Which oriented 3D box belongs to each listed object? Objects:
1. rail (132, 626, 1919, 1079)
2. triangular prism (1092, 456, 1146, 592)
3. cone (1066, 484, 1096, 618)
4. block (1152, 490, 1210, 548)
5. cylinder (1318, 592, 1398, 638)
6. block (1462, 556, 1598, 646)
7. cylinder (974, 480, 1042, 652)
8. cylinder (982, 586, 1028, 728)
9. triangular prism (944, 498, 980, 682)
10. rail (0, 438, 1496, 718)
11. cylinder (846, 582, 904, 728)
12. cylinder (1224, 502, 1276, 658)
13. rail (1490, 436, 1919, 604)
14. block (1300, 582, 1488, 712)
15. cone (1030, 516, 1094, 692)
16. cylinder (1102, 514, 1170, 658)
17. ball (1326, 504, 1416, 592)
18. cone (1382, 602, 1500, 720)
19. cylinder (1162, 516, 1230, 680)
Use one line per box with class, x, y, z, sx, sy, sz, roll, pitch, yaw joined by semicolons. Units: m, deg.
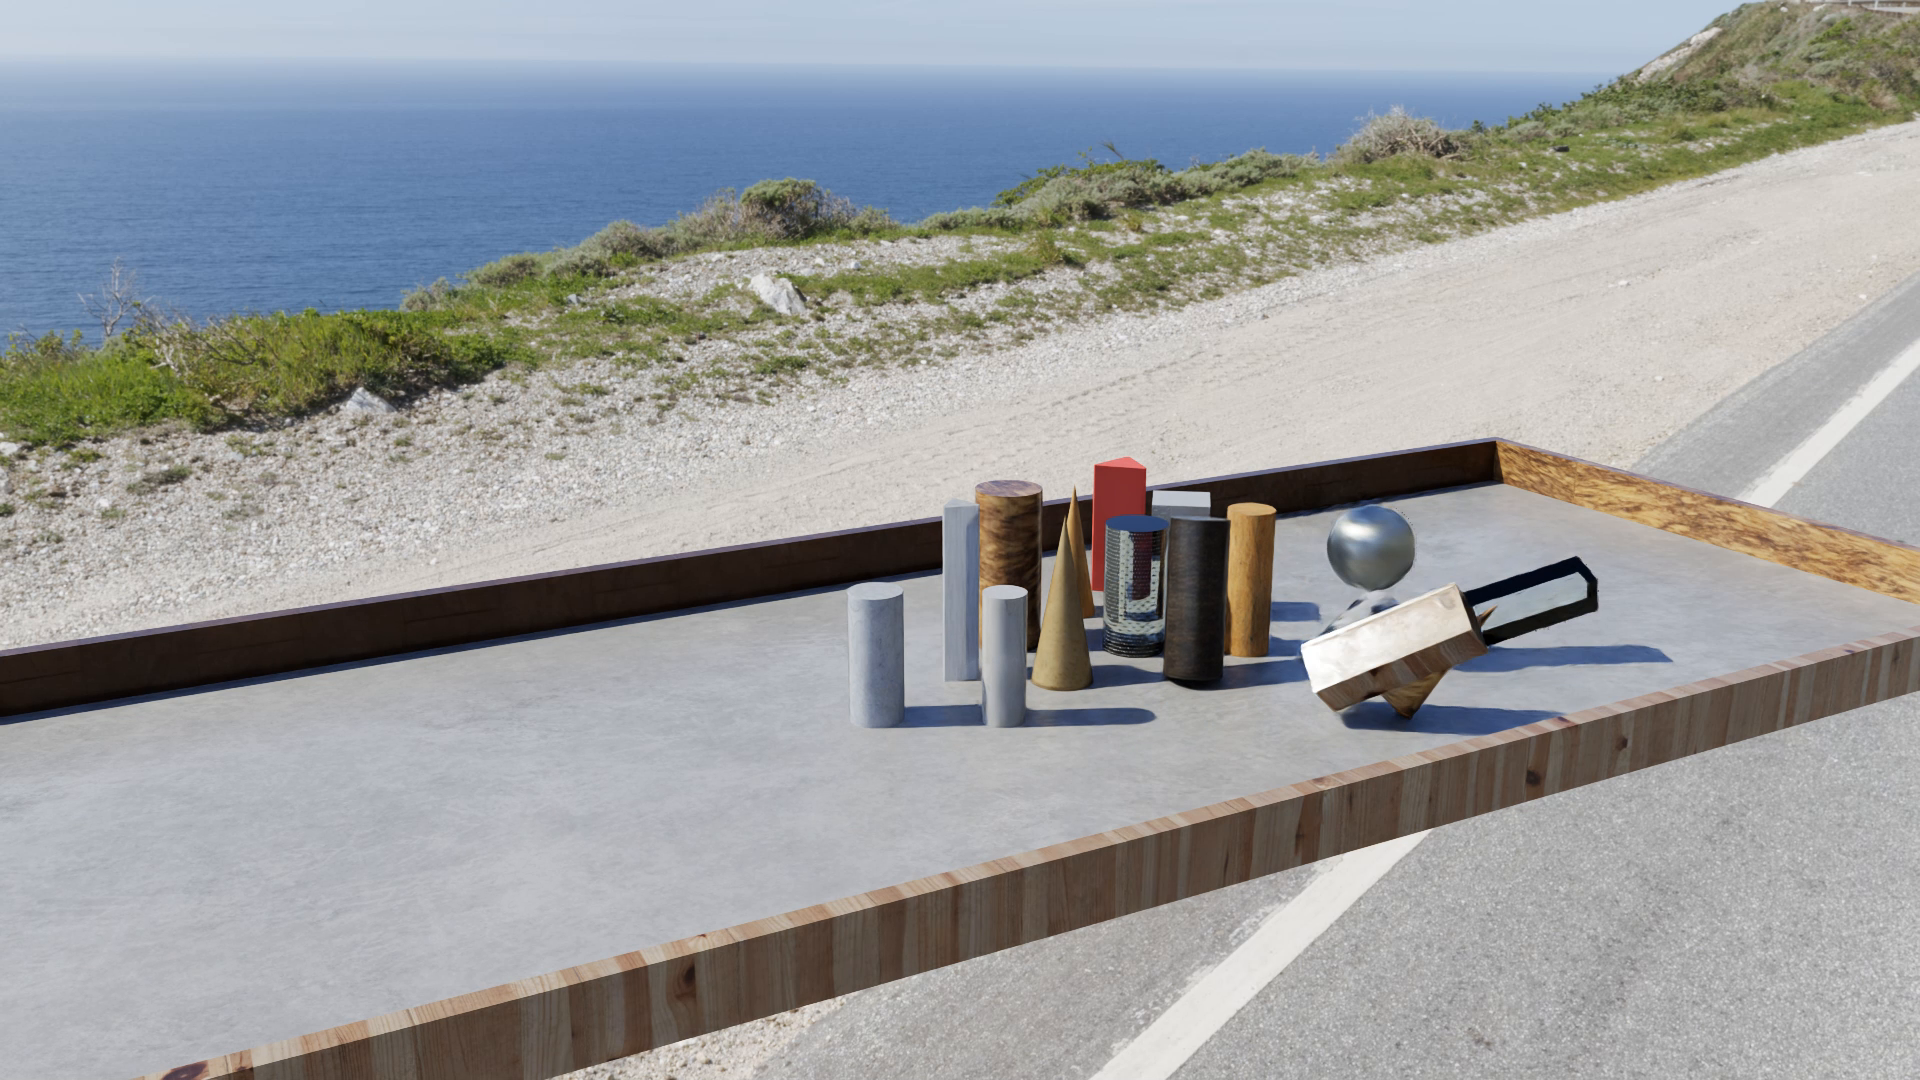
rail;-2.336;1.006;1.665;12.000;0.150;0.050;-9;18;-27
triangular prism;0.476;-0.046;4.839;0.150;0.379;0.130;5;17;16
cone;0.317;0.023;4.609;0.130;0.377;0.130;0;16;0
block;0.611;0.046;4.602;0.157;0.335;0.157;2;17;7
cylinder;1.044;0.240;4.304;0.133;0.133;0.315;9;19;28
block;1.408;0.182;4.271;0.456;0.105;0.105;-18;36;0
cylinder;0.127;0.069;4.363;0.178;0.427;0.178;0;16;0
cylinder;0.104;0.273;3.862;0.105;0.318;0.105;0;16;0
triangular prism;-0.006;0.124;4.127;0.091;0.454;0.079;-4;17;-14
rail;-3.305;0.497;3.399;12.000;0.150;0.050;-9;18;-27
cylinder;-0.197;0.270;3.872;0.131;0.318;0.131;0;16;0
cylinder;0.754;0.105;4.314;0.124;0.386;0.124;0;16;0
rail;2.466;-0.048;5.253;0.050;0.150;2.100;-9;18;-27
block;1.007;0.252;3.834;0.384;0.129;0.129;-25;51;22
cone;0.257;0.145;4.095;0.159;0.433;0.159;0;16;0
cylinder;0.461;0.121;4.337;0.166;0.342;0.166;0;16;0
ball;1.047;0.021;4.201;0.221;0.221;0.221;0;16;0
cone;1.137;0.261;3.865;0.126;0.340;0.126;38;19;-16
cylinder;0.592;0.143;4.129;0.150;0.395;0.150;2;5;0
